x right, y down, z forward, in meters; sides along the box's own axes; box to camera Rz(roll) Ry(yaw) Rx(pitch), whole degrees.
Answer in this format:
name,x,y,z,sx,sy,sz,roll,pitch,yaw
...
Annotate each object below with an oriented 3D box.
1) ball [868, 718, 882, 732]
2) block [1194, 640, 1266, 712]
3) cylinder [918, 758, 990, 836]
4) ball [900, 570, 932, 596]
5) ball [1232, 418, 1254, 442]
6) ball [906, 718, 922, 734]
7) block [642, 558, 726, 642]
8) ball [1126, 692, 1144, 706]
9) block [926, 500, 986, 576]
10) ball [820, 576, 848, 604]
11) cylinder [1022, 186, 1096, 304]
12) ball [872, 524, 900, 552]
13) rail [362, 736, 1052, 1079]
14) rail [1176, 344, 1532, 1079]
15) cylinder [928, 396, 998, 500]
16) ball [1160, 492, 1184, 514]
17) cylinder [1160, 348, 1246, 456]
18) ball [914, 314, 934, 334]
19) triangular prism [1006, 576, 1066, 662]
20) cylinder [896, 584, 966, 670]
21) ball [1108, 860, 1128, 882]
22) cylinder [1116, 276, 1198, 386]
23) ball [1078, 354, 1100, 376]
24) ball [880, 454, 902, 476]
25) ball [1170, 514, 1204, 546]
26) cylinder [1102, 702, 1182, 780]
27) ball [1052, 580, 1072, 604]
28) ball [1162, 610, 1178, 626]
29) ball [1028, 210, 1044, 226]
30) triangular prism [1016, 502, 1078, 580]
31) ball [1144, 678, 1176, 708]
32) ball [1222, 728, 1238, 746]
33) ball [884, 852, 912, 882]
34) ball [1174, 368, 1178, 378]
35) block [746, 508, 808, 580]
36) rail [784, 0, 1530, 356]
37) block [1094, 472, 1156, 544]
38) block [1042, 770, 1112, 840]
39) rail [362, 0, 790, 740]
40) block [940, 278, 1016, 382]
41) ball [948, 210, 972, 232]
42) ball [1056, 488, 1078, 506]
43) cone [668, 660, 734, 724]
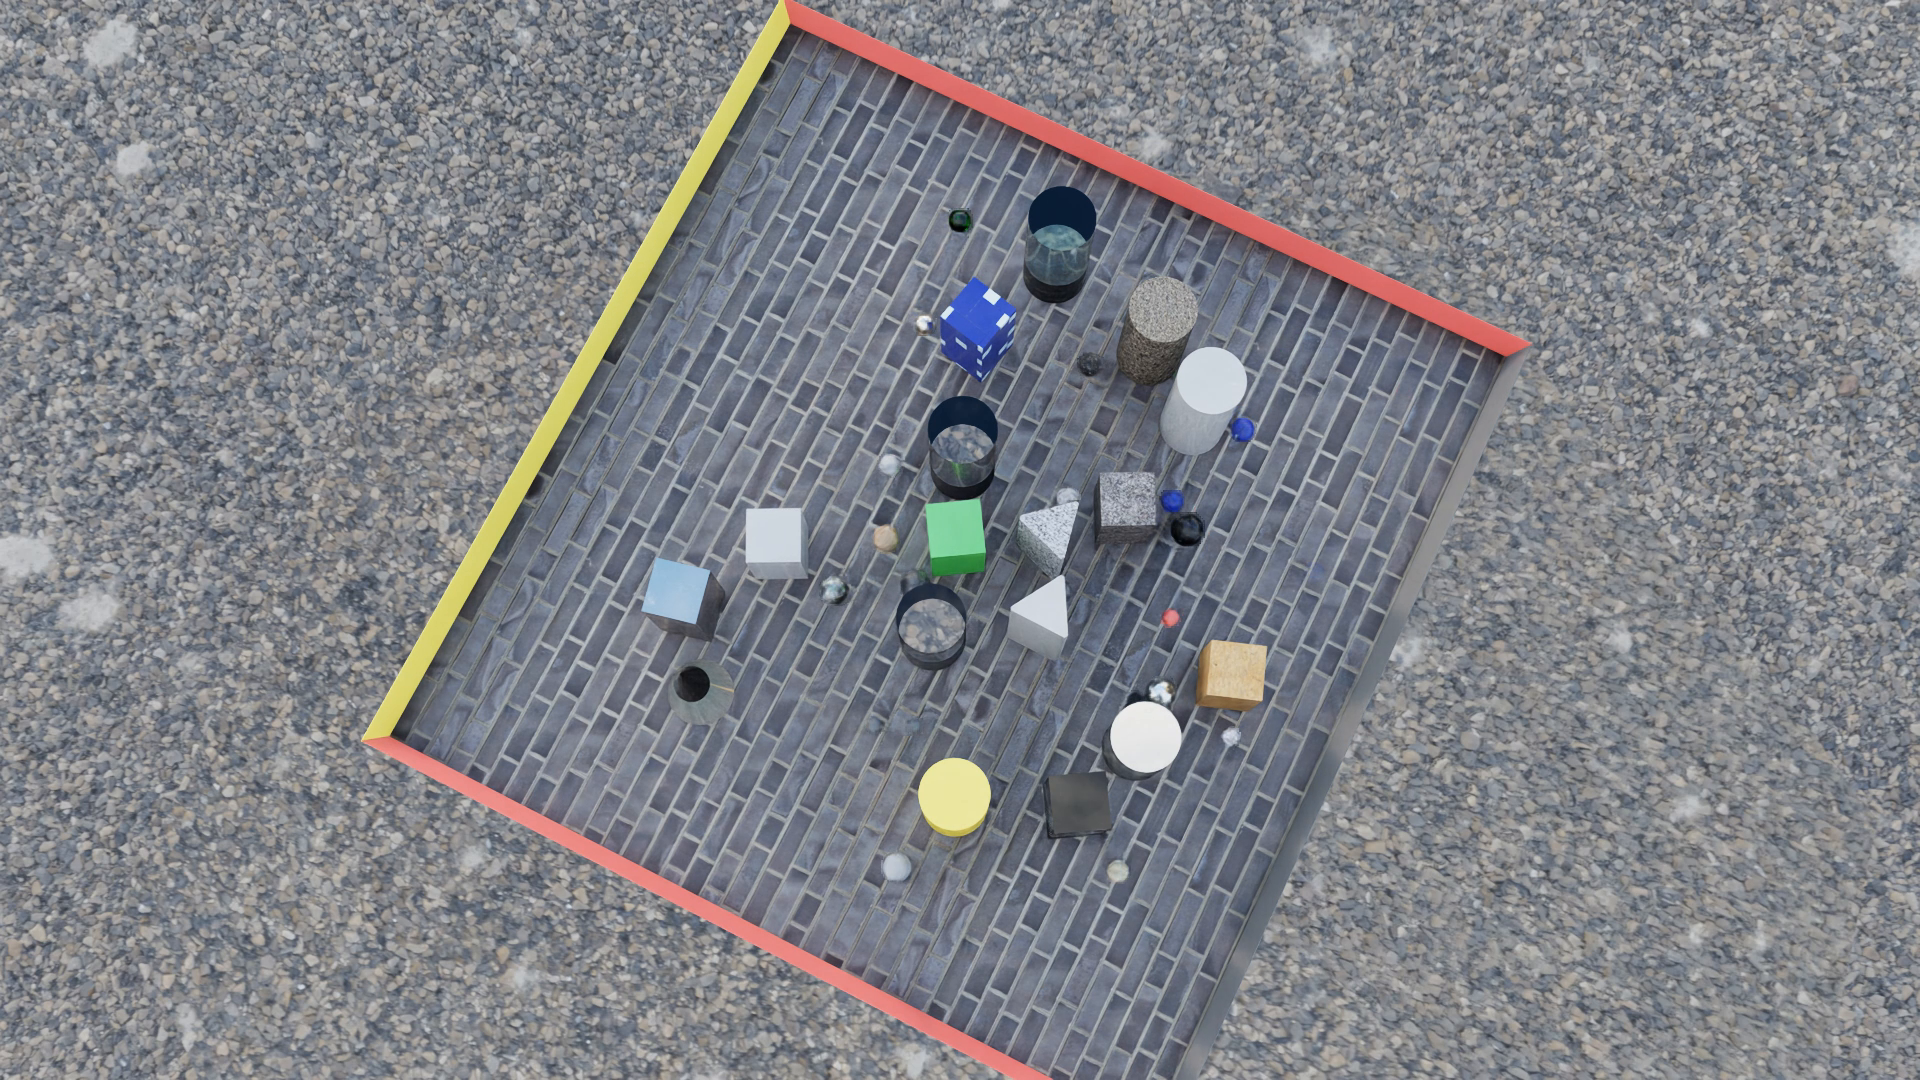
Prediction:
name,x,y,z,sx,sy,sz,roll,pitch,yaw
ball,-0.254,0.554,5.479,0.046,0.046,0.046,0,78,0
block,0.795,0.402,5.395,0.160,0.271,0.160,7,78,1
cylinder,-0.015,0.743,5.266,0.200,0.386,0.200,0,78,0
ball,-0.134,0.137,5.540,0.095,0.095,0.095,0,78,0
ball,0.872,-0.341,5.651,0.071,0.071,0.071,0,78,0
ball,-0.138,0.556,5.477,0.048,0.048,0.048,0,78,0
block,-0.810,0.181,5.397,0.160,0.357,0.160,13,79,3
ball,0.525,0.485,5.488,0.055,0.055,0.055,0,78,0
block,-0.013,-0.004,5.465,0.160,0.298,0.160,-6,78,-1
ball,-0.379,0.153,5.541,0.086,0.086,0.086,0,78,0
cylinder,0.298,-0.890,5.563,0.200,0.465,0.200,0,78,0
ball,-0.226,-0.006,5.577,0.081,0.081,0.081,0,78,0
rail,-0.583,1.148,5.312,2.594,0.130,0.045,26,80,5
rail,1.139,0.564,5.432,0.045,0.130,2.654,26,80,5
cylinder,0.008,-0.267,5.435,0.200,0.465,0.200,0,78,0
ball,0.649,-0.115,5.606,0.068,0.068,0.068,0,78,0
cylinder,0.719,-0.408,5.461,0.200,0.470,0.200,0,78,0
ball,-0.111,-0.674,5.723,0.065,0.065,0.065,0,78,0
triangular prism,0.252,0.213,5.322,0.173,0.491,0.150,27,80,5
cylinder,-0.082,0.259,5.371,0.200,0.376,0.200,0,78,0
ball,0.464,0.972,5.383,0.064,0.064,0.064,0,78,0
cylinder,0.589,-0.624,5.521,0.200,0.440,0.200,0,78,0
ball,0.403,-0.542,5.694,0.069,0.069,0.069,0,78,0
ball,-0.214,-0.232,5.631,0.067,0.067,0.067,0,78,0
ball,0.690,-0.031,5.572,0.100,0.100,0.100,0,78,0
cylinder,0.524,0.588,5.326,0.200,0.332,0.200,0,78,0
ball,0.302,0.157,5.545,0.077,0.077,0.077,0,78,0
ball,0.637,0.234,5.543,0.050,0.050,0.050,0,78,0
ball,0.241,-1.020,5.803,0.047,0.047,0.047,0,78,0
triangular prism,0.285,-0.020,5.433,0.150,0.367,0.173,-44,82,-8
ball,0.599,0.456,5.475,0.093,0.093,0.093,0,78,0
ball,0.807,0.588,5.469,0.051,0.051,0.051,0,78,0
ball,-0.184,0.960,5.376,0.082,0.082,0.082,0,78,0
ball,0.691,-0.509,5.693,0.057,0.057,0.057,0,78,0
block,-0.544,0.014,5.476,0.160,0.271,0.160,-1,78,0
rail,0.583,-1.135,5.784,2.594,0.130,0.045,26,80,5
block,0.492,-0.094,5.501,0.160,0.265,0.160,-1,78,0
block,0.333,0.765,5.263,0.160,0.382,0.160,-5,78,-1
rail,-1.139,-0.551,5.663,0.045,0.130,2.654,26,80,5
block,0.054,-0.635,5.573,0.160,0.344,0.160,38,81,7
ball,-0.001,-1.008,5.789,0.072,0.072,0.072,0,78,0
ball,0.328,-0.126,5.608,0.068,0.068,0.068,0,78,0
cone,-0.781,0.415,5.314,0.200,0.424,0.200,0,78,0
